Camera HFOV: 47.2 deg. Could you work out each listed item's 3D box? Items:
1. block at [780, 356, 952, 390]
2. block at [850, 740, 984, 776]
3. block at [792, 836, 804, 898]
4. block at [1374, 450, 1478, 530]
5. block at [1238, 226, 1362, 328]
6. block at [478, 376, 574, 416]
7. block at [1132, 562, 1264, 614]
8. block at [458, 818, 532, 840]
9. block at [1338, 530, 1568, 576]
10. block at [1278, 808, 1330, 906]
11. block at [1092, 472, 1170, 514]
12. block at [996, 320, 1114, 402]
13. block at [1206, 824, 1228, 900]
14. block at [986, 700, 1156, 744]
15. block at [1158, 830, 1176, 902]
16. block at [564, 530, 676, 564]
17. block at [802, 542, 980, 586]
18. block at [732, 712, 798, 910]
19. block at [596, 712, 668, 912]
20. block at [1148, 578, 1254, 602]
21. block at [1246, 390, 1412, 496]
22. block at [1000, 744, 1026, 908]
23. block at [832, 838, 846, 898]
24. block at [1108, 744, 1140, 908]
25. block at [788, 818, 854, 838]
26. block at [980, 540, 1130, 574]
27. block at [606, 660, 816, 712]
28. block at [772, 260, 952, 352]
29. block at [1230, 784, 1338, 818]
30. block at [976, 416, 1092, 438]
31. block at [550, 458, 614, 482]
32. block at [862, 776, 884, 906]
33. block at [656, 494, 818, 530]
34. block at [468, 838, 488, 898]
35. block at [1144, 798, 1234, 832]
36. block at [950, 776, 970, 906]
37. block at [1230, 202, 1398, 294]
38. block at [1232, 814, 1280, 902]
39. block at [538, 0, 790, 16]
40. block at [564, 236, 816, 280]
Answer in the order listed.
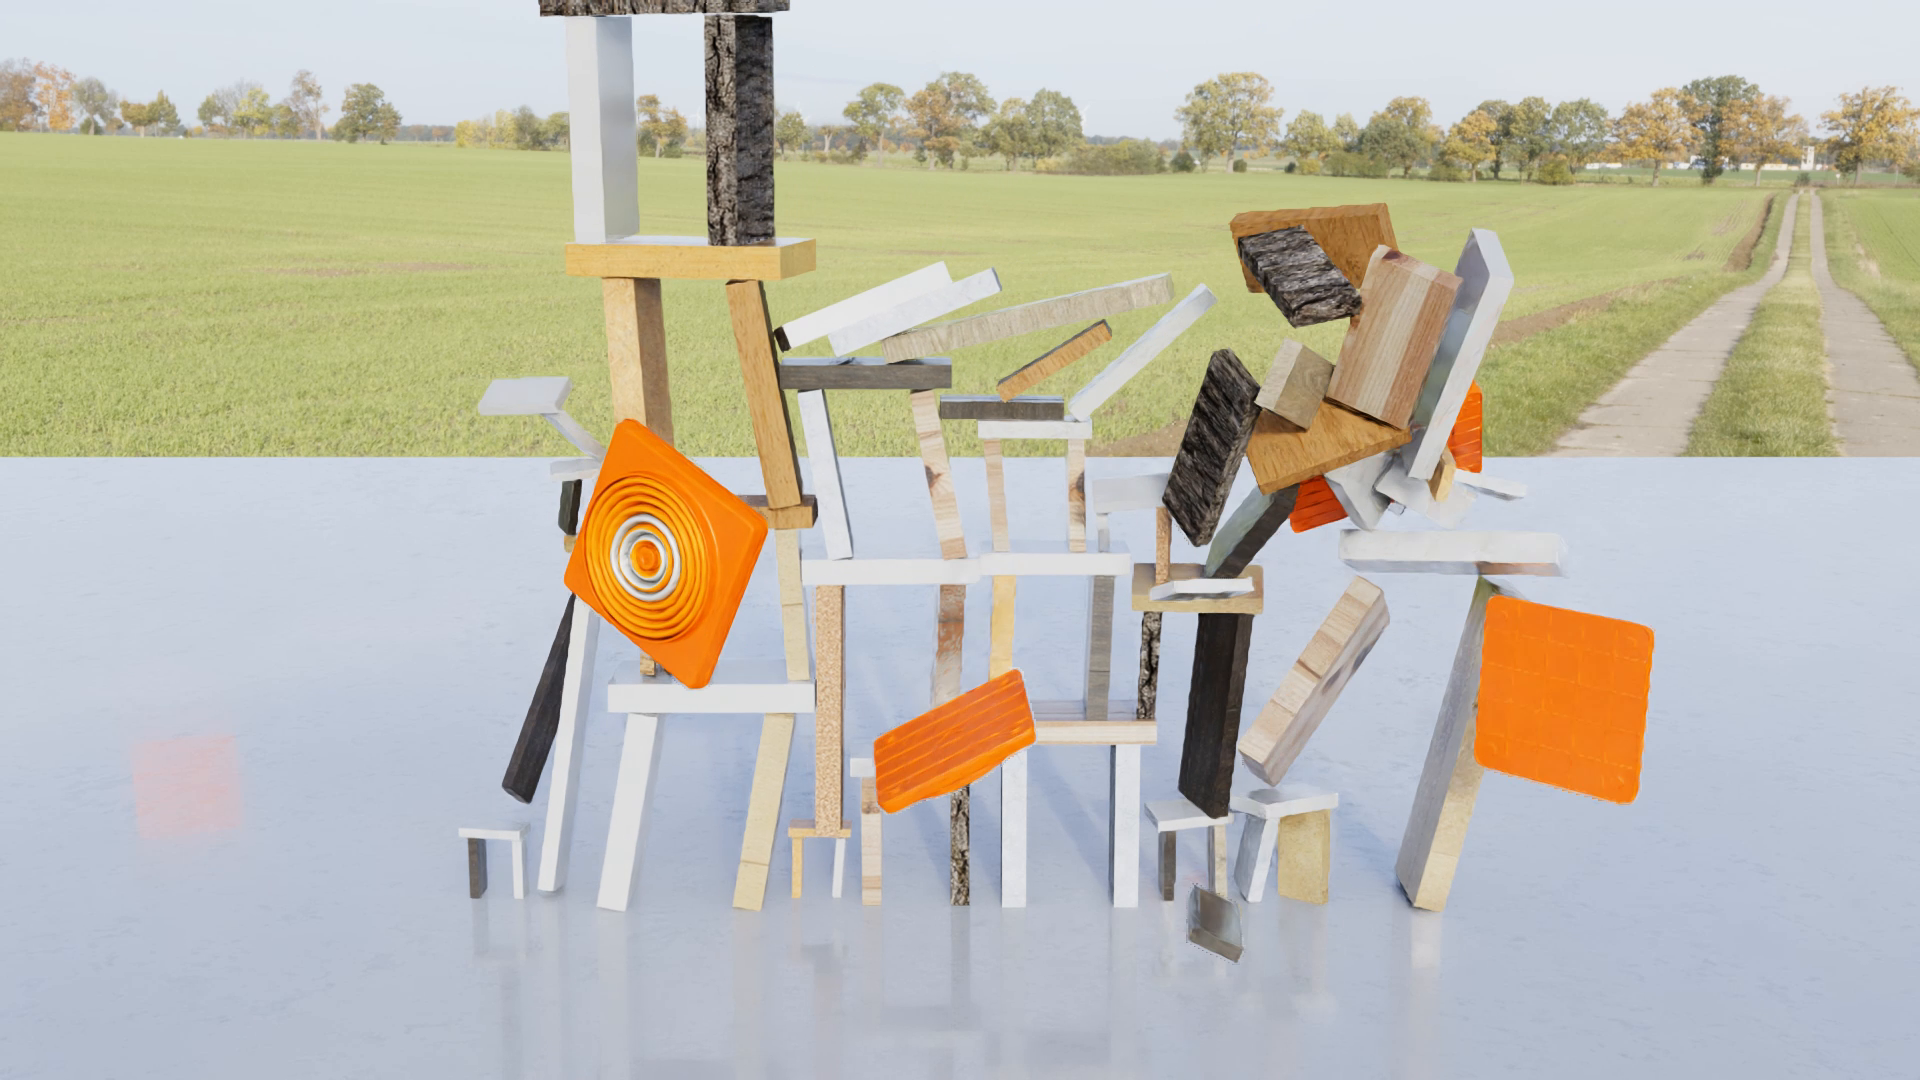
[{"bbox_3d":[-0.149,-0.268,3.519,0.271,0.038,0.135,0,10,-1],"label":"block"},{"bbox_3d":[-0.070,0.359,3.627,0.219,0.031,0.109,0,10,-2],"label":"block"},{"bbox_3d":[-0.270,0.539,3.664,0.015,0.103,0.051,1,11,-1],"label":"block"},{"bbox_3d":[0.709,-0.076,3.349,0.138,0.069,0.020,28,27,-8],"label":"block"},{"bbox_3d":[0.479,-0.374,3.110,0.100,0.028,0.200,-13,41,-12],"label":"block"},{"bbox_3d":[-0.700,-0.232,3.543,0.139,0.020,0.070,-1,43,19],"label":"block"},{"bbox_3d":[0.377,0.076,3.487,0.205,0.029,0.103,1,29,7],"label":"block"},{"bbox_3d":[-0.771,0.480,3.646,0.105,0.015,0.053,2,11,10],"label":"block"},{"bbox_3d":[0.801,0.021,3.567,0.342,0.048,0.171,1,-8,21],"label":"block"},{"bbox_3d":[0.567,0.514,3.628,0.082,0.165,0.023,8,14,37],"label":"block"},{"bbox_3d":[0.268,-0.073,3.378,0.126,0.018,0.063,-6,37,7],"label":"block"},{"bbox_3d":[0.152,-0.289,3.525,0.198,0.028,0.099,-30,6,10],"label":"block"},{"bbox_3d":[0.426,0.525,3.655,0.019,0.132,0.066,-4,11,-5],"label":"block"},{"bbox_3d":[0.180,0.299,3.619,0.275,0.039,0.138,0,11,0],"label":"block"},{"bbox_3d":[0.343,0.524,3.648,0.019,0.132,0.066,-1,15,-4],"label":"block"},{"bbox_3d":[-0.553,0.010,3.624,0.183,0.026,0.091,7,10,31],"label":"block"},{"bbox_3d":[-0.113,0.039,3.582,0.286,0.041,0.143,0,10,-2],"label":"block"},{"bbox_3d":[-0.319,0.426,3.638,0.047,0.331,0.166,10,10,-2],"label":"block"},{"bbox_3d":[-0.538,0.426,3.636,0.047,0.331,0.166,11,10,-2],"label":"block"},{"bbox_3d":[0.313,0.064,2.854,0.121,0.017,0.060,-1,-10,-28],"label":"block"},{"bbox_3d":[0.532,-0.160,3.227,0.230,0.115,0.033,-20,-29,6],"label":"block"},{"bbox_3d":[0.088,0.454,3.648,0.039,0.275,0.138,0,11,0],"label":"block"},{"bbox_3d":[-0.200,0.538,3.664,0.015,0.103,0.051,5,10,1],"label":"block"},{"bbox_3d":[0.272,0.454,3.648,0.039,0.275,0.138,0,11,0],"label":"block"},{"bbox_3d":[-0.231,0.479,3.657,0.103,0.015,0.051,1,10,2],"label":"block"},{"bbox_3d":[0.152,0.028,3.564,0.239,0.034,0.120,0,11,0],"label":"block"},{"bbox_3d":[-0.399,0.239,3.602,0.331,0.047,0.166,0,11,0],"label":"block"},{"bbox_3d":[-0.157,-0.371,3.507,0.275,0.039,0.138,-23,6,-9],"label":"block"},{"bbox_3d":[0.527,0.423,3.569,0.165,0.023,0.082,-3,8,-37],"label":"block"},{"bbox_3d":[0.119,-0.182,3.530,0.182,0.026,0.091,0,11,-1],"label":"block"},{"bbox_3d":[-0.622,-0.117,3.618,0.102,0.014,0.051,-6,26,-9],"label":"block"},{"bbox_3d":[-0.145,0.483,3.646,0.031,0.219,0.109,0,11,0],"label":"block"},{"bbox_3d":[-0.357,-0.046,3.554,0.247,0.035,0.123,0,11,1],"label":"block"},{"bbox_3d":[-0.803,0.538,3.661,0.015,0.105,0.053,1,11,3],"label":"block"},{"bbox_3d":[0.378,0.450,3.624,0.132,0.019,0.066,-5,21,-15],"label":"block"},{"bbox_3d":[0.000,0.483,3.646,0.031,0.219,0.109,0,11,0],"label":"block"},{"bbox_3d":[0.546,-0.446,3.374,0.249,0.125,0.035,2,37,35],"label":"block"},{"bbox_3d":[0.490,0.505,3.636,0.023,0.165,0.082,5,20,-13],"label":"block"},{"bbox_3d":[-0.457,-0.843,3.418,0.348,0.049,0.174,2,14,12],"label":"block"},{"bbox_3d":[-0.428,-0.452,3.513,0.357,0.051,0.179,3,13,14],"label":"block"}]
